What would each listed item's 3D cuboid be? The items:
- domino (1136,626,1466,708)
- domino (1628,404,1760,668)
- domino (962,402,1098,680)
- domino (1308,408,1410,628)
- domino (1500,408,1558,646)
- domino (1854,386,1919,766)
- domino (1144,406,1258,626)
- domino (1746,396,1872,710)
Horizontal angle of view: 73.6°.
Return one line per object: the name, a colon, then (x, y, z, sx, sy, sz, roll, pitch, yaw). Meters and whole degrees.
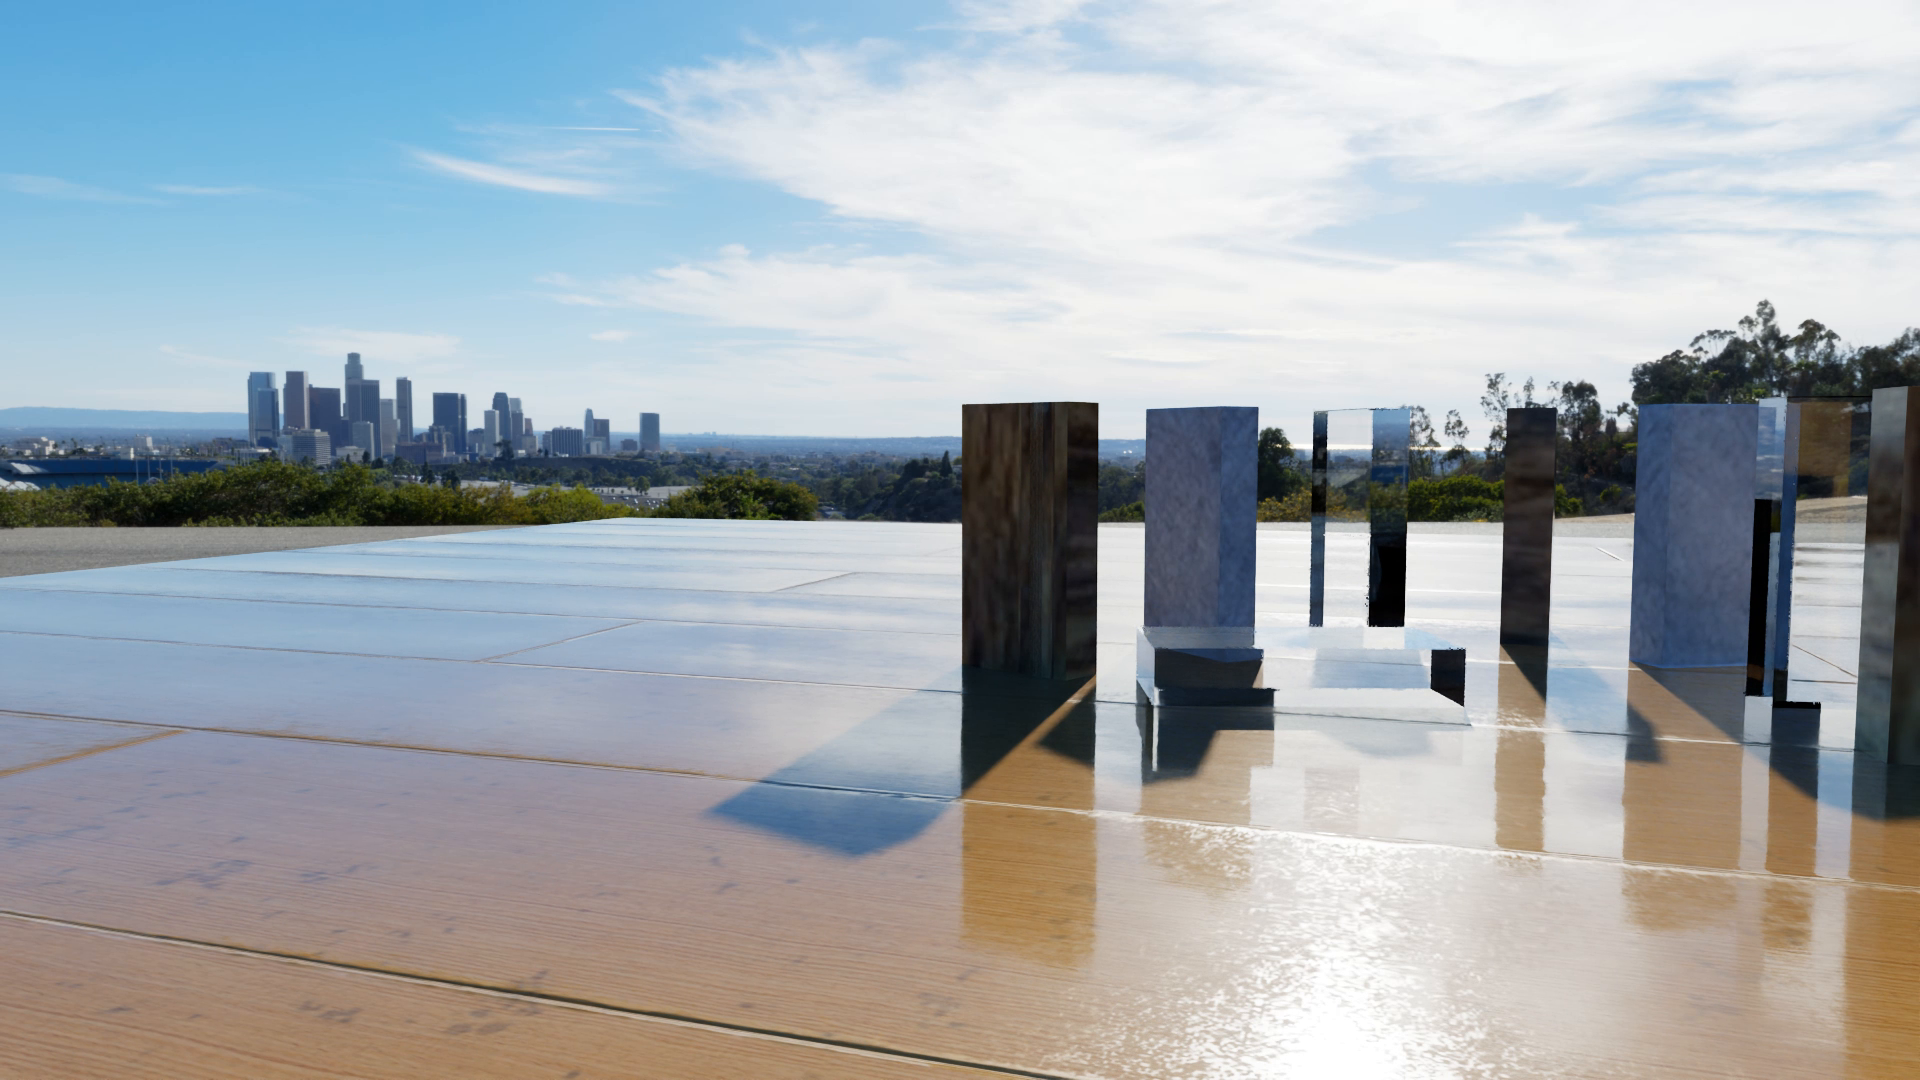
domino: (0.057, 0.021, 0.220, 0.050, 0.009, 0.025, 0, 4, 1)
domino: (0.145, -0.001, 0.248, 0.025, 0.050, 0.009, -1, 4, -9)
domino: (0.013, -0.001, 0.241, 0.025, 0.050, 0.010, 4, 6, 41)
domino: (0.088, -0.004, 0.284, 0.009, 0.050, 0.025, -1, 4, -12)
domino: (0.125, -0.004, 0.281, 0.009, 0.050, 0.025, 2, 5, 26)
domino: (0.137, 0.005, 0.171, 0.025, 0.050, 0.010, 1, 4, 12)
domino: (0.050, -0.003, 0.270, 0.010, 0.050, 0.025, -2, 5, -28)
domino: (0.144, 0.002, 0.208, 0.025, 0.050, 0.010, 1, 4, 9)
